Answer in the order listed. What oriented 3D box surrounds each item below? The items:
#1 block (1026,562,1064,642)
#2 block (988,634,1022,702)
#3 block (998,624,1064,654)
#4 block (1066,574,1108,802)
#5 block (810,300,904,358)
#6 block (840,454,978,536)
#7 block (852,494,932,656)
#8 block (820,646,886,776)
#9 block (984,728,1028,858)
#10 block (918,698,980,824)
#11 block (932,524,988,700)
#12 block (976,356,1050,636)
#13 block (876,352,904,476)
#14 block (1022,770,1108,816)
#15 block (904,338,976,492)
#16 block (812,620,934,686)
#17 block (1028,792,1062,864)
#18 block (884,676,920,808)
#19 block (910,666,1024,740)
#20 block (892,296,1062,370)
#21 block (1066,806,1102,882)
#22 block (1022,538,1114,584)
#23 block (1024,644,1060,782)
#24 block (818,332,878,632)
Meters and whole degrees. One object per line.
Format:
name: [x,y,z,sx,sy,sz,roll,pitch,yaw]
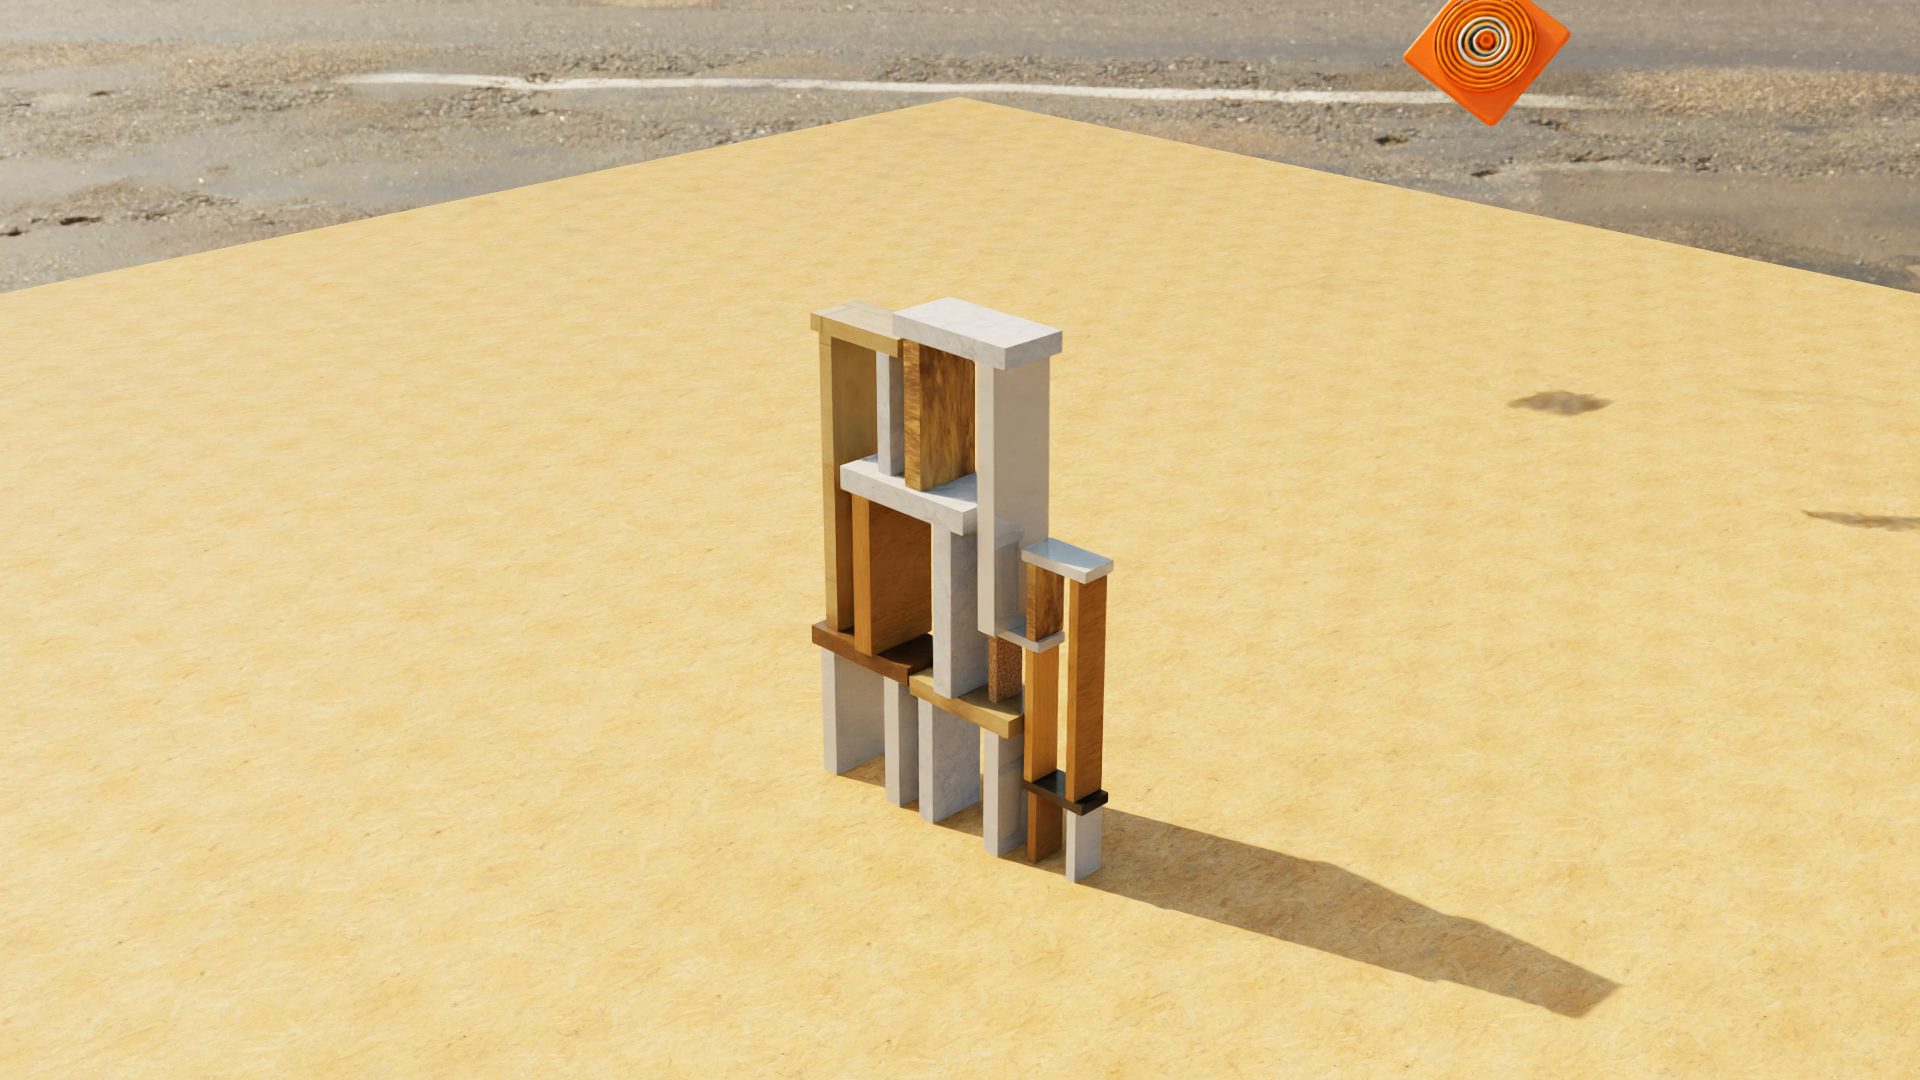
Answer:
block: [0.159,0.104,4.101,0.078,0.157,0.022,-22,31,-40]
block: [0.088,0.235,4.231,0.020,0.144,0.072,21,31,41]
block: [0.121,0.173,4.167,0.072,0.020,0.144,-22,31,-40]
block: [0.234,0.272,4.091,0.022,0.457,0.078,21,31,41]
block: [-0.160,-0.408,4.232,0.123,0.035,0.246,-21,31,-41]
block: [-0.054,-0.099,4.238,0.338,0.048,0.169,21,31,41]
block: [-0.134,0.047,4.386,0.048,0.338,0.169,21,31,41]
block: [-0.221,0.336,4.605,0.040,0.284,0.142,21,31,41]
block: [0.107,0.472,4.301,0.038,0.271,0.135,21,31,41]
block: [-0.020,0.422,4.419,0.038,0.271,0.135,21,31,41]
block: [0.025,0.116,4.243,0.048,0.353,0.169,21,31,41]
block: [0.099,-0.089,4.078,0.148,0.532,0.042,-22,31,-40]
block: [-0.102,-0.257,4.233,0.035,0.246,0.123,21,31,41]
block: [0.202,0.480,4.213,0.152,0.022,0.076,21,31,41]
block: [-0.038,-0.252,4.160,0.042,0.295,0.148,21,31,41]
block: [-0.154,0.213,4.480,0.284,0.040,0.142,21,31,41]
block: [0.166,0.546,4.280,0.022,0.152,0.076,21,31,41]
block: [-0.087,0.388,4.482,0.040,0.284,0.142,21,31,41]
block: [0.044,0.305,4.300,0.271,0.038,0.135,21,31,41]
block: [0.030,-0.380,4.030,0.148,0.042,0.295,-21,31,-40]
block: [0.238,0.574,4.214,0.022,0.152,0.076,21,31,41]
block: [0.197,0.037,4.031,0.157,0.022,0.078,21,31,40]
block: [0.155,0.324,4.194,0.020,0.280,0.072,21,31,41]
block: [-0.218,-0.125,4.415,0.035,0.631,0.123,21,31,41]
